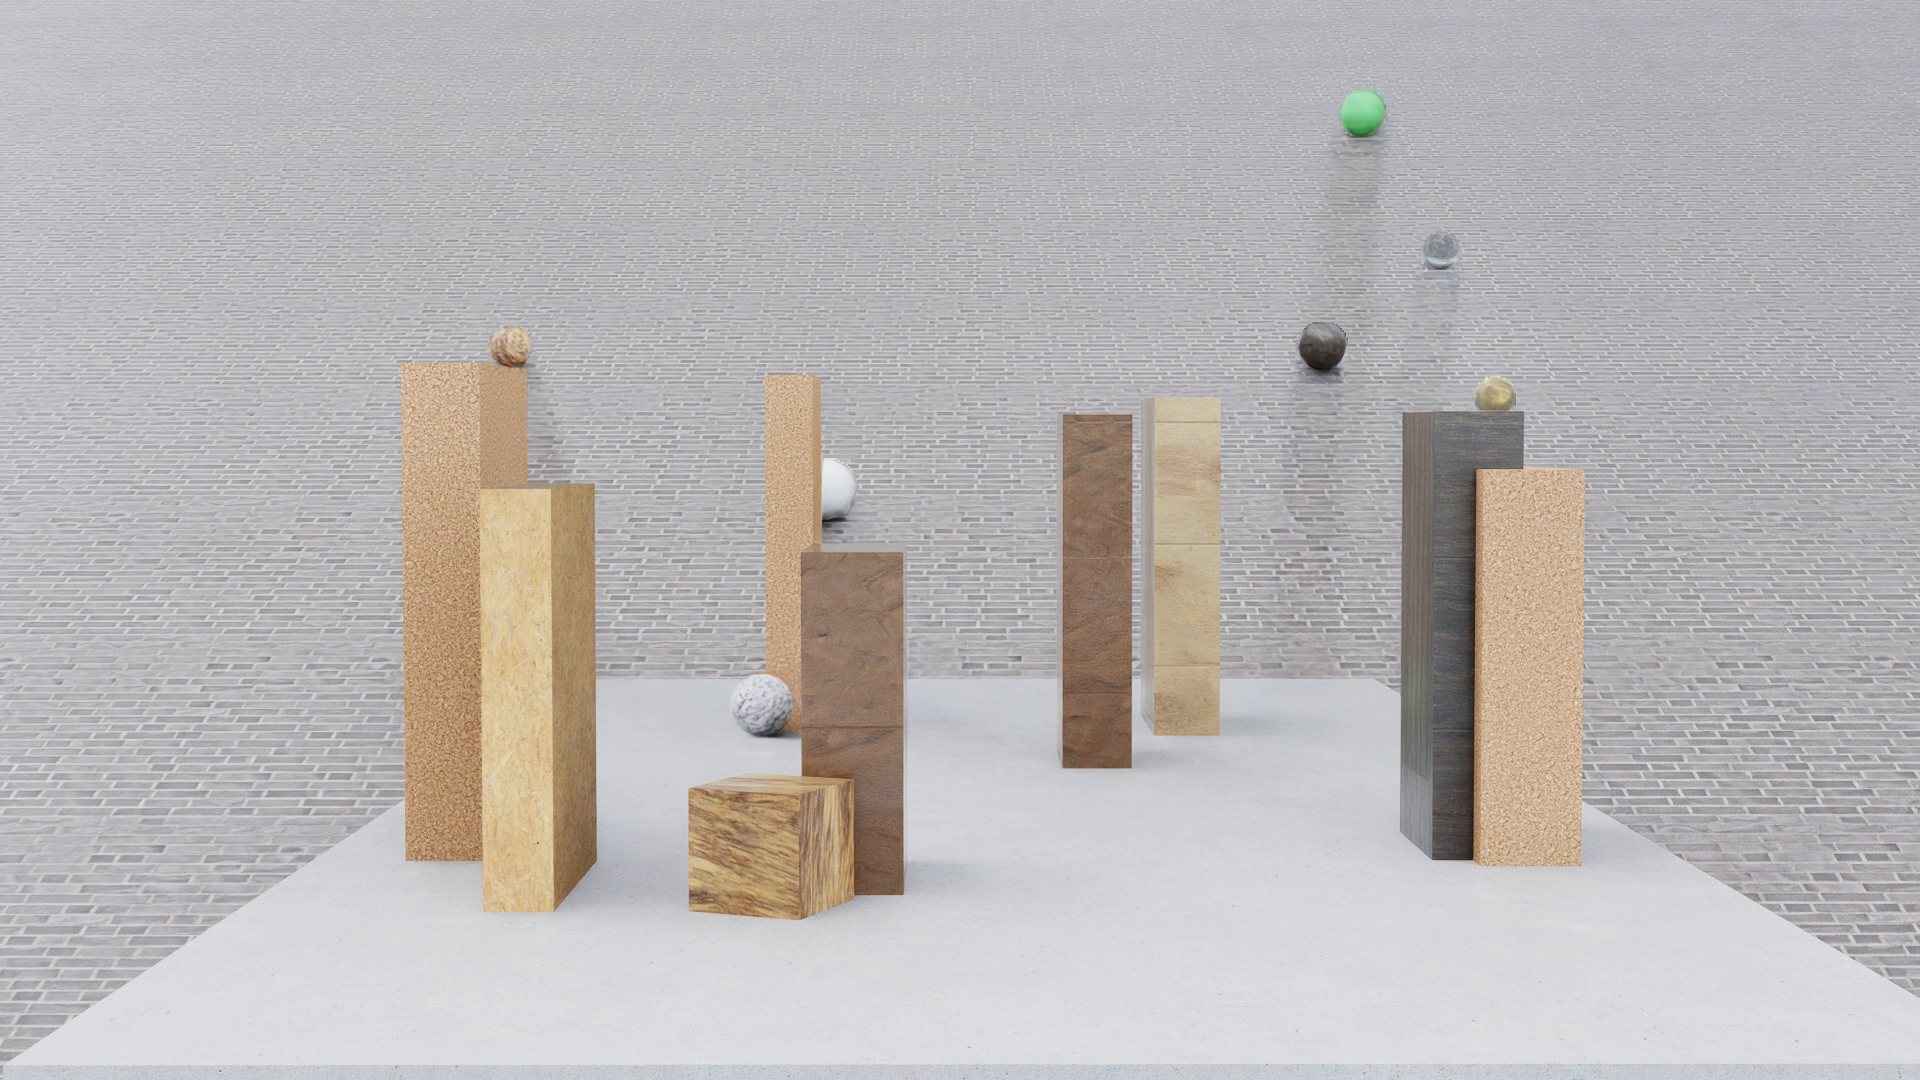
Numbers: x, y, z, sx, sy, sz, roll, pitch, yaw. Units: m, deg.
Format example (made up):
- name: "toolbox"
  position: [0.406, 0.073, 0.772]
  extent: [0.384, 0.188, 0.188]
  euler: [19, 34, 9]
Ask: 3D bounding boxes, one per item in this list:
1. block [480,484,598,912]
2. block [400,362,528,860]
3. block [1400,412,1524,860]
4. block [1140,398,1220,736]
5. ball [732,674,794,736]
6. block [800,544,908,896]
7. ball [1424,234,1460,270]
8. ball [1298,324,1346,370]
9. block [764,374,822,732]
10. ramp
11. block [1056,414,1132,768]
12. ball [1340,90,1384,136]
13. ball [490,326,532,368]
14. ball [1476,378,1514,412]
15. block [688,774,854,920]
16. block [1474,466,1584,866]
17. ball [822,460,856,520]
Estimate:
- name: "block"
  position: [-0.575, 0.201, 3.541]
  extent: [0.092, 0.550, 0.406]
  euler: [0, 2, 0]
- name: "block"
  position: [-0.752, 0.097, 3.943]
  extent: [0.114, 0.725, 0.411]
  euler: [0, 2, 0]
- name: "block"
  position: [0.752, 0.135, 3.874]
  extent: [0.129, 0.654, 0.272]
  euler: [0, 2, 0]
- name: "block"
  position: [0.467, 0.047, 5.485]
  extent: [0.135, 0.696, 0.386]
  euler: [0, 2, 0]
- name: "ball"
  position: [-0.407, 0.340, 5.308]
  extent: [0.127, 0.127, 0.127]
  euler: [0, 23, 0]
- name: "block"
  position: [-0.145, 0.242, 3.600]
  extent: [0.137, 0.463, 0.279]
  euler: [0, 2, 0]
- name: "ball"
  position: [1.876, -1.123, 10.033]
  extent: [0.137, 0.137, 0.137]
  euler: [0, 23, 0]
- name: "ball"
  position: [1.259, -0.672, 8.948]
  extent: [0.164, 0.164, 0.164]
  euler: [0, 23, 0]
- name: "block"
  position: [-0.355, 0.022, 5.522]
  extent: [0.099, 0.744, 0.326]
  euler: [0, 2, 0]
- name: "ramp"
  position: [0.054, 0.485, 4.539]
  extent: [2.000, 0.100, 4.000]
  euler: [0, 2, 0]
- name: "block"
  position: [0.254, 0.091, 4.909]
  extent: [0.129, 0.657, 0.281]
  euler: [0, 2, 0]
- name: "ball"
  position: [1.866, -1.979, 11.938]
  extent: [0.204, 0.204, 0.204]
  euler: [0, 23, 0]
- name: "ball"
  position: [-1.566, -0.671, 8.972]
  extent: [0.143, 0.143, 0.143]
  euler: [0, 23, 0]
- name: "ball"
  position: [1.772, -0.472, 8.530]
  extent: [0.127, 0.127, 0.127]
  euler: [0, 23, 0]
- name: "block"
  position: [-0.248, 0.402, 3.393]
  extent: [0.161, 0.161, 0.161]
  euler: [1, 3, 23]
- name: "block"
  position: [0.820, 0.176, 3.901]
  extent: [0.145, 0.570, 0.426]
  euler: [0, 2, 0]
- name: "ball"
  position: [-0.401, -0.151, 7.719]
  extent: [0.178, 0.178, 0.178]
  euler: [0, 23, 0]
